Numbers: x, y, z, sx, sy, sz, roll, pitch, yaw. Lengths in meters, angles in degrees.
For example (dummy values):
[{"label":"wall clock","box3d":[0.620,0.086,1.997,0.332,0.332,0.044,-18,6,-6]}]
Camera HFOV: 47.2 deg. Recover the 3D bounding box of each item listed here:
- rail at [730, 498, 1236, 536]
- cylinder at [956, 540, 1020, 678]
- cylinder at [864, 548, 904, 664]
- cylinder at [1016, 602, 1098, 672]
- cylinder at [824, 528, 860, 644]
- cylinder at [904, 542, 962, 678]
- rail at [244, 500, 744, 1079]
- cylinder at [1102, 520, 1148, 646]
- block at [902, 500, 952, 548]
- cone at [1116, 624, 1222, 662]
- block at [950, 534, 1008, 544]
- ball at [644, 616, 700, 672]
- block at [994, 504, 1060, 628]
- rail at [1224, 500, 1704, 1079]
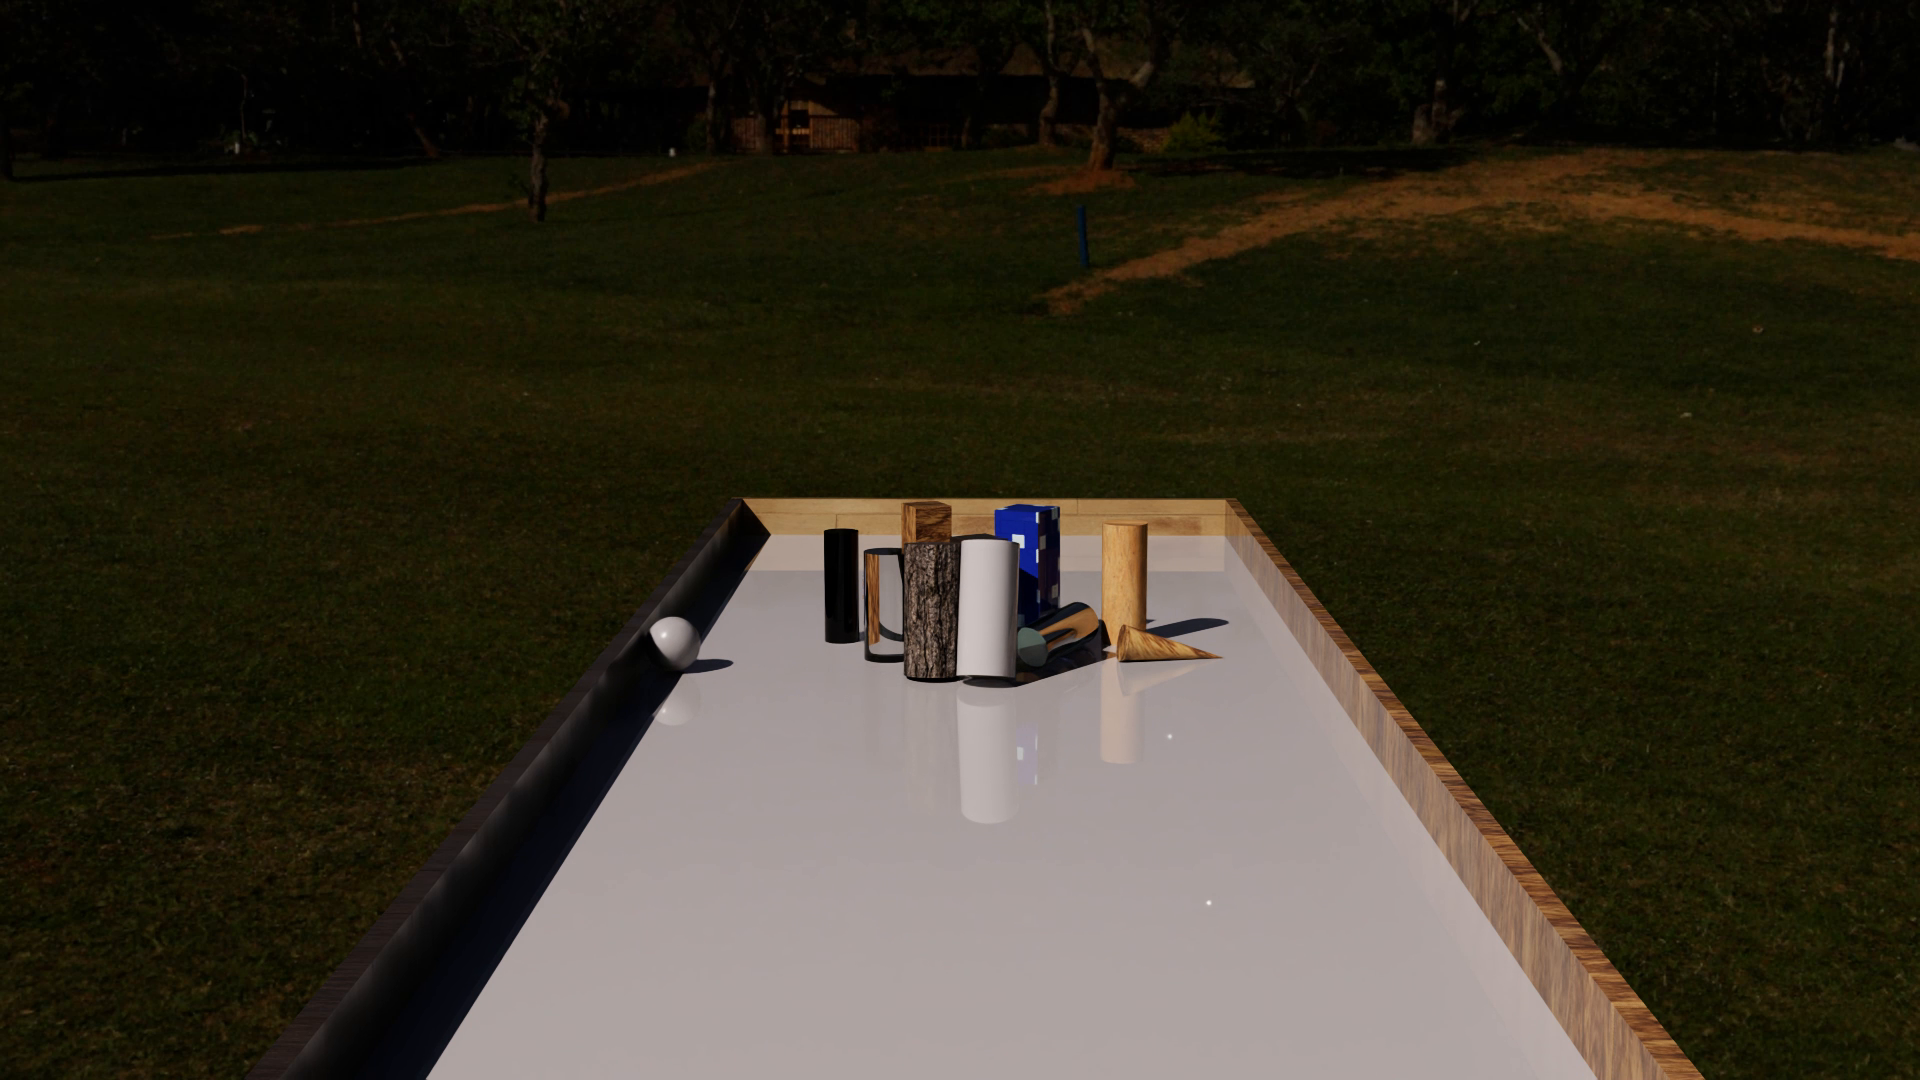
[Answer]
[{"label":"rail","box3d":[0.099,-0.098,9.147,2.100,0.150,0.050,0,9,1]},{"label":"cylinder","box3d":[0.082,0.202,6.384,0.172,0.390,0.172,2,-7,0]},{"label":"cylinder","box3d":[-0.220,0.198,6.703,0.146,0.331,0.146,0,9,0]},{"label":"cylinder","box3d":[0.285,0.294,6.723,0.136,0.136,0.446,4,10,23]},{"label":"cylinder","box3d":[-0.375,0.145,6.967,0.110,0.352,0.110,0,9,0]},{"label":"cylinder","box3d":[-0.080,0.203,6.444,0.169,0.386,0.169,0,3,0]},{"label":"rail","box3d":[-1.004,0.839,3.234,0.050,0.150,12.000,0,9,1]},{"label":"cylinder","box3d":[0.519,0.133,6.951,0.142,0.381,0.142,0,9,0]},{"label":"block","box3d":[-0.106,0.104,6.951,0.121,0.438,0.121,-4,10,-23]},{"label":"cone","box3d":[0.650,0.337,6.706,0.327,0.114,0.114,9,8,-8]},{"label":"block","box3d":[0.057,0.179,6.676,0.128,0.377,0.128,-6,11,-31]},{"label":"ball","box3d":[-0.854,0.309,6.536,0.164,0.164,0.164,0,9,0]},{"label":"block","box3d":[0.213,0.114,6.911,0.151,0.431,0.151,4,10,29]},{"label":"rail","box3d":[1.046,0.843,3.208,0.050,0.150,12.000,0,9,1]}]
